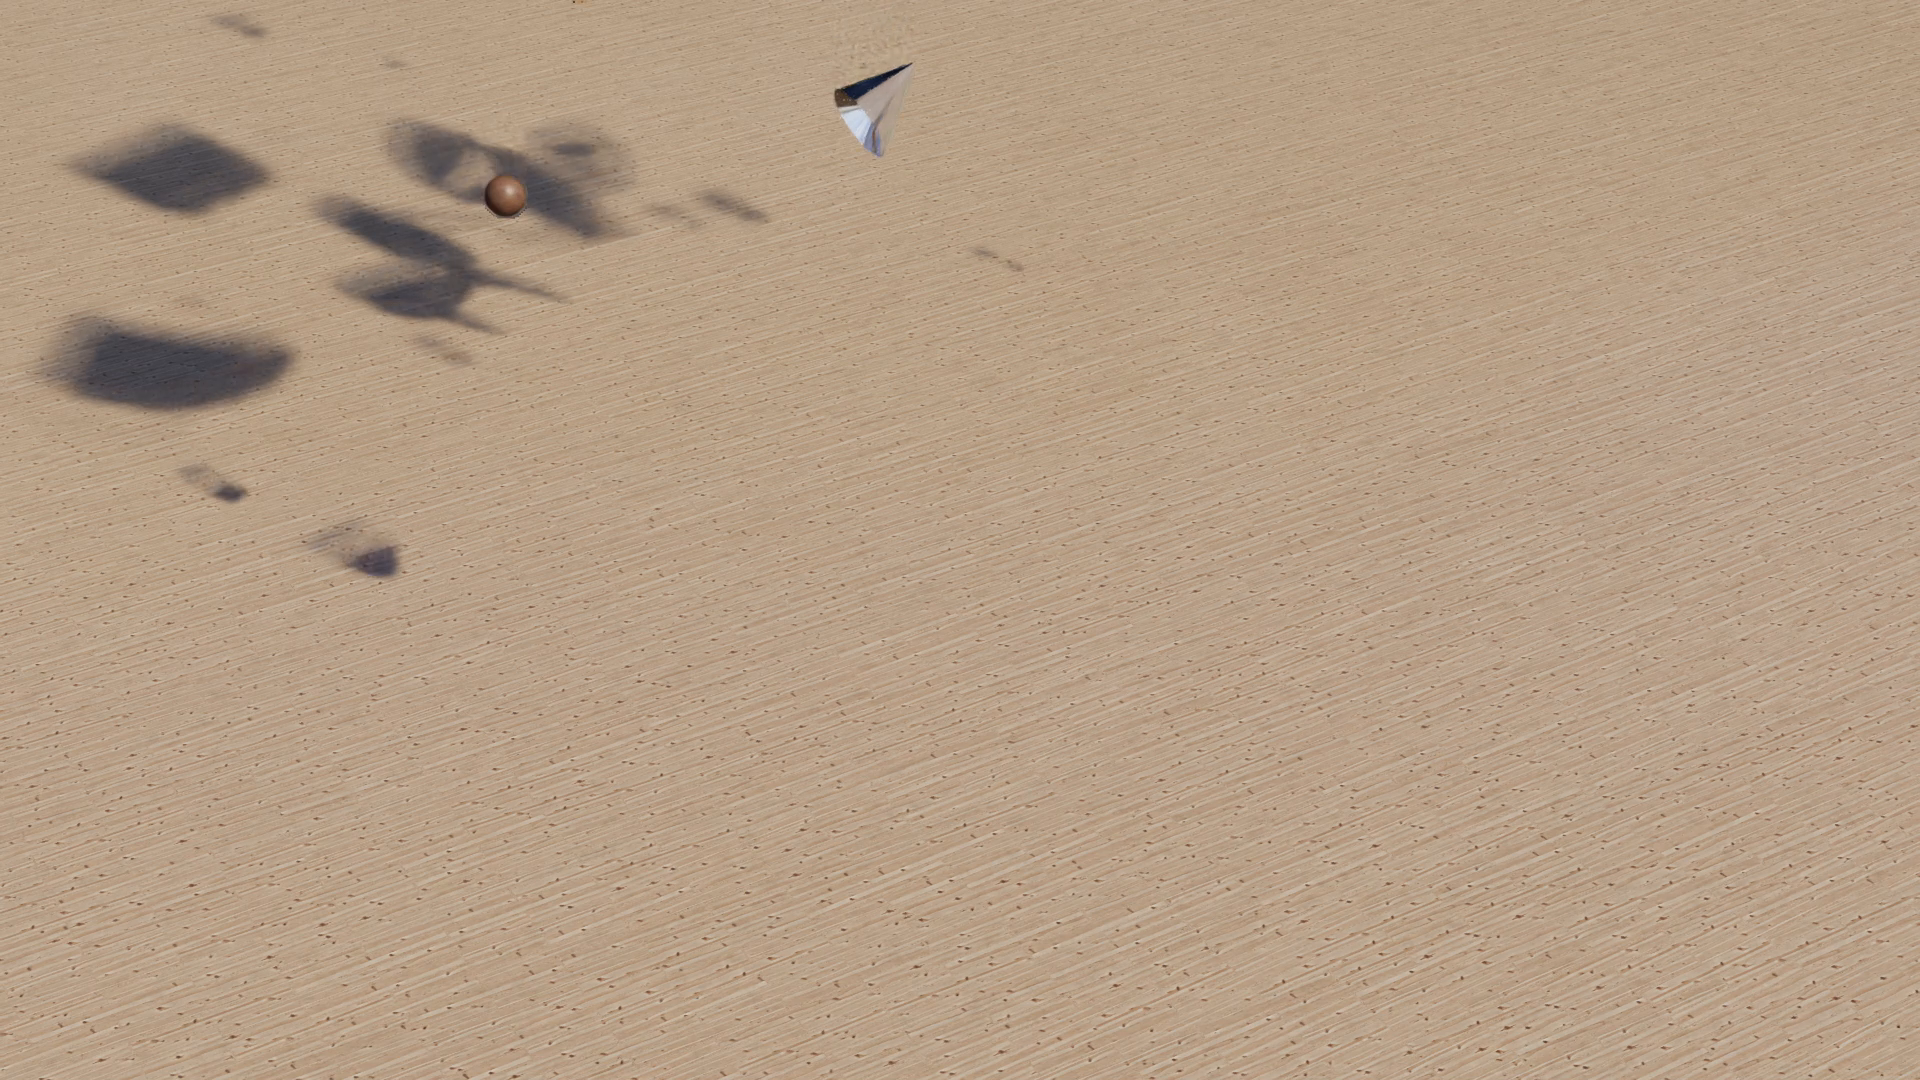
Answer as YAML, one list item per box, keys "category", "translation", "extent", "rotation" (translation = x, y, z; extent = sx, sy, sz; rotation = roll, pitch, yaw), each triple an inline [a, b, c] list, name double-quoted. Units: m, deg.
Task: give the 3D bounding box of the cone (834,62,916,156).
- category: "cone"
  translation: [-0.194, -1.211, 7.925]
  extent: [0.123, 0.243, 0.254]
  rotation: [18, 60, 45]
